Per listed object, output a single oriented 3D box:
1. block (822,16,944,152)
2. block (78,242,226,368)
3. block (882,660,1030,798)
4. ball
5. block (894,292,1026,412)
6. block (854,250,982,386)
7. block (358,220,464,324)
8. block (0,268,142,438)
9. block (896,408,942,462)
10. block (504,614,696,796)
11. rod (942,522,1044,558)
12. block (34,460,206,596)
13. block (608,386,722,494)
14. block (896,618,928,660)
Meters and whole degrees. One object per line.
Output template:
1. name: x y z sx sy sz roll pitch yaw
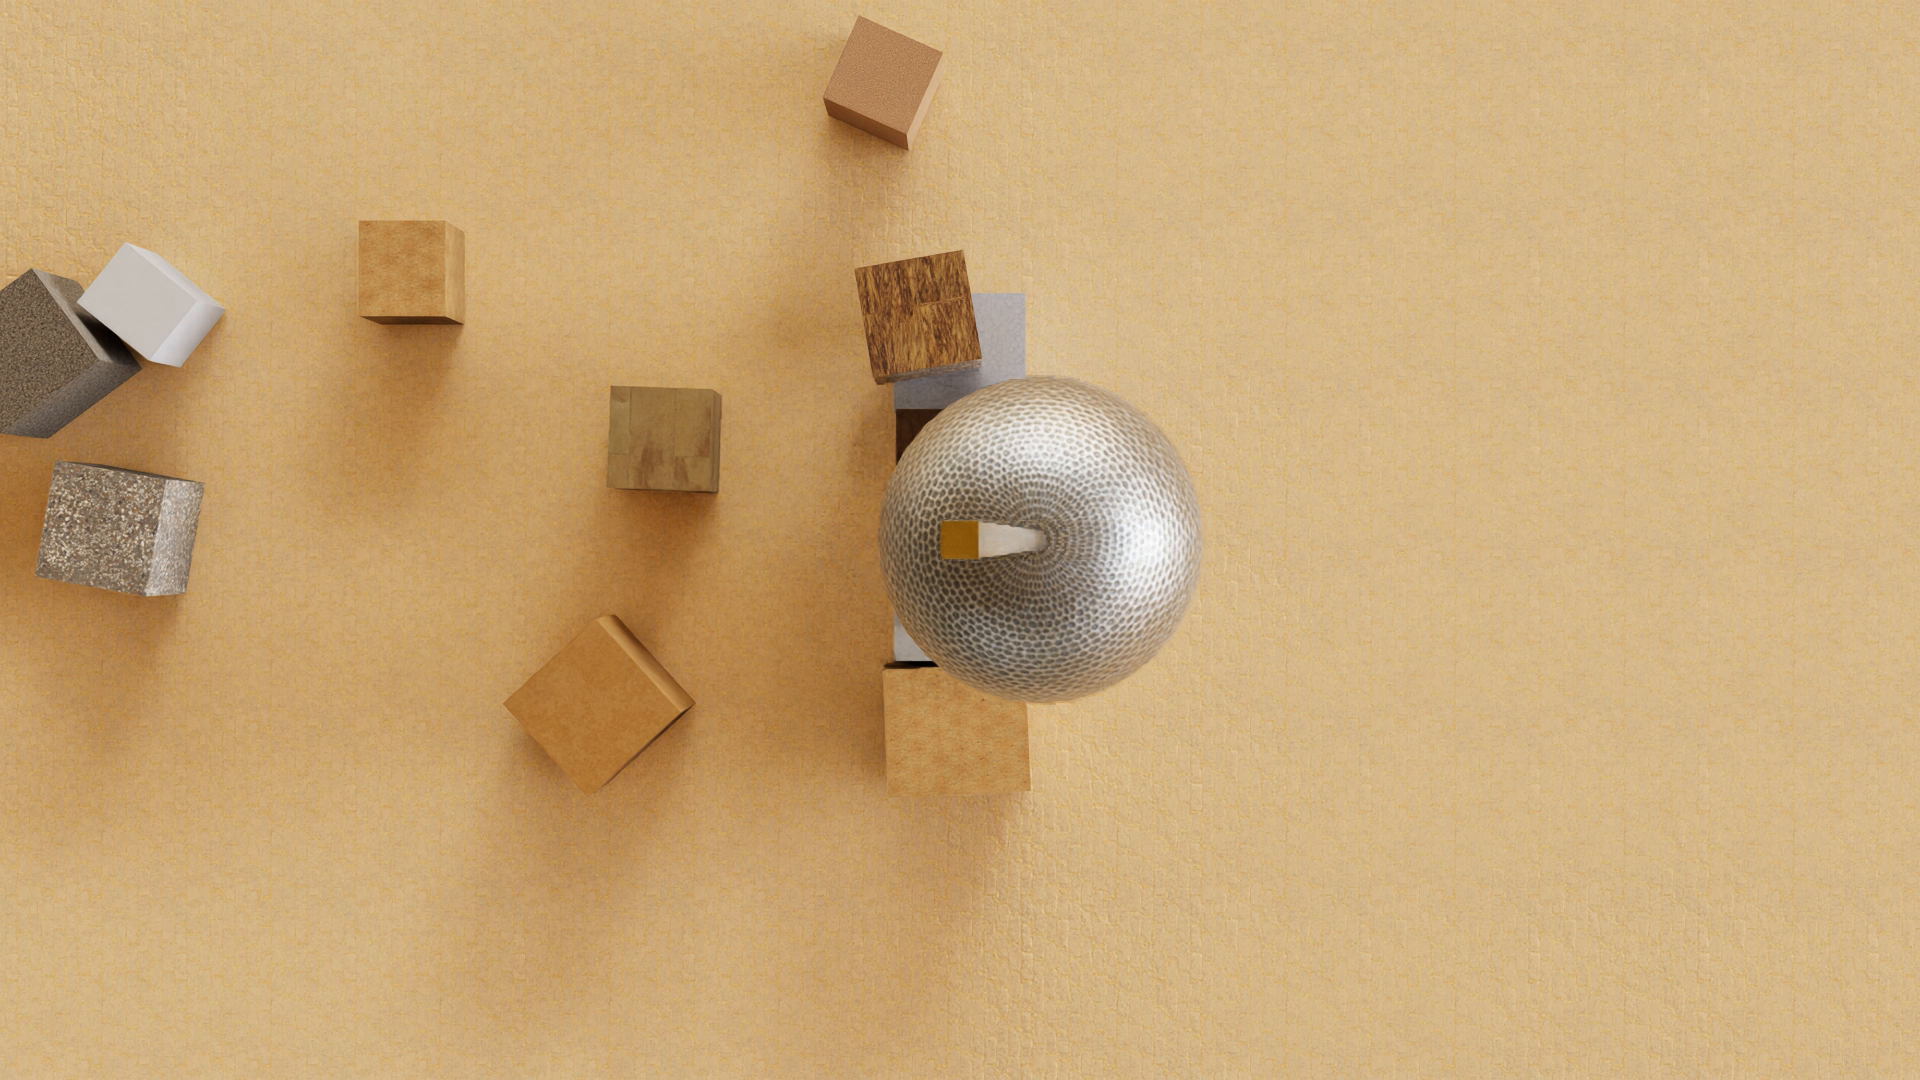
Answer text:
1. block: -0.437 -2.636 12.729 0.523 0.542 0.507 24 90 0
2. block: -4.678 -1.357 12.751 0.528 0.497 0.440 39 90 0
3. block: -0.018 1.062 12.629 0.796 0.741 0.713 -3 90 0
4. ball: 0.396 0.000 10.767 1.600 1.600 1.600 0 90 0
5. block: -0.002 -1.062 12.703 0.744 0.594 0.661 0 90 0
6. block: -0.225 -1.216 12.107 0.596 0.598 0.595 -10 90 0
7. block: -3.174 -1.546 12.756 0.492 0.489 0.544 0 90 0
8. block: -5.304 -1.063 12.676 0.696 0.649 0.644 -36 90 0
9. block: -0.015 -0.370 12.593 0.685 0.813 0.713 0 90 0
10. block: -2.058 0.939 12.644 0.704 0.712 0.708 -42 90 0
11. rod: 0.171 0.000 7.375 0.080 5.200 0.080 0 90 4
12. block: -4.831 -0.066 12.678 0.633 0.643 0.665 10 90 0
13. block: -1.703 -0.576 12.730 0.574 0.541 0.579 2 90 0
14. block: -0.011 0.336 12.651 0.705 0.698 0.675 0 90 0
